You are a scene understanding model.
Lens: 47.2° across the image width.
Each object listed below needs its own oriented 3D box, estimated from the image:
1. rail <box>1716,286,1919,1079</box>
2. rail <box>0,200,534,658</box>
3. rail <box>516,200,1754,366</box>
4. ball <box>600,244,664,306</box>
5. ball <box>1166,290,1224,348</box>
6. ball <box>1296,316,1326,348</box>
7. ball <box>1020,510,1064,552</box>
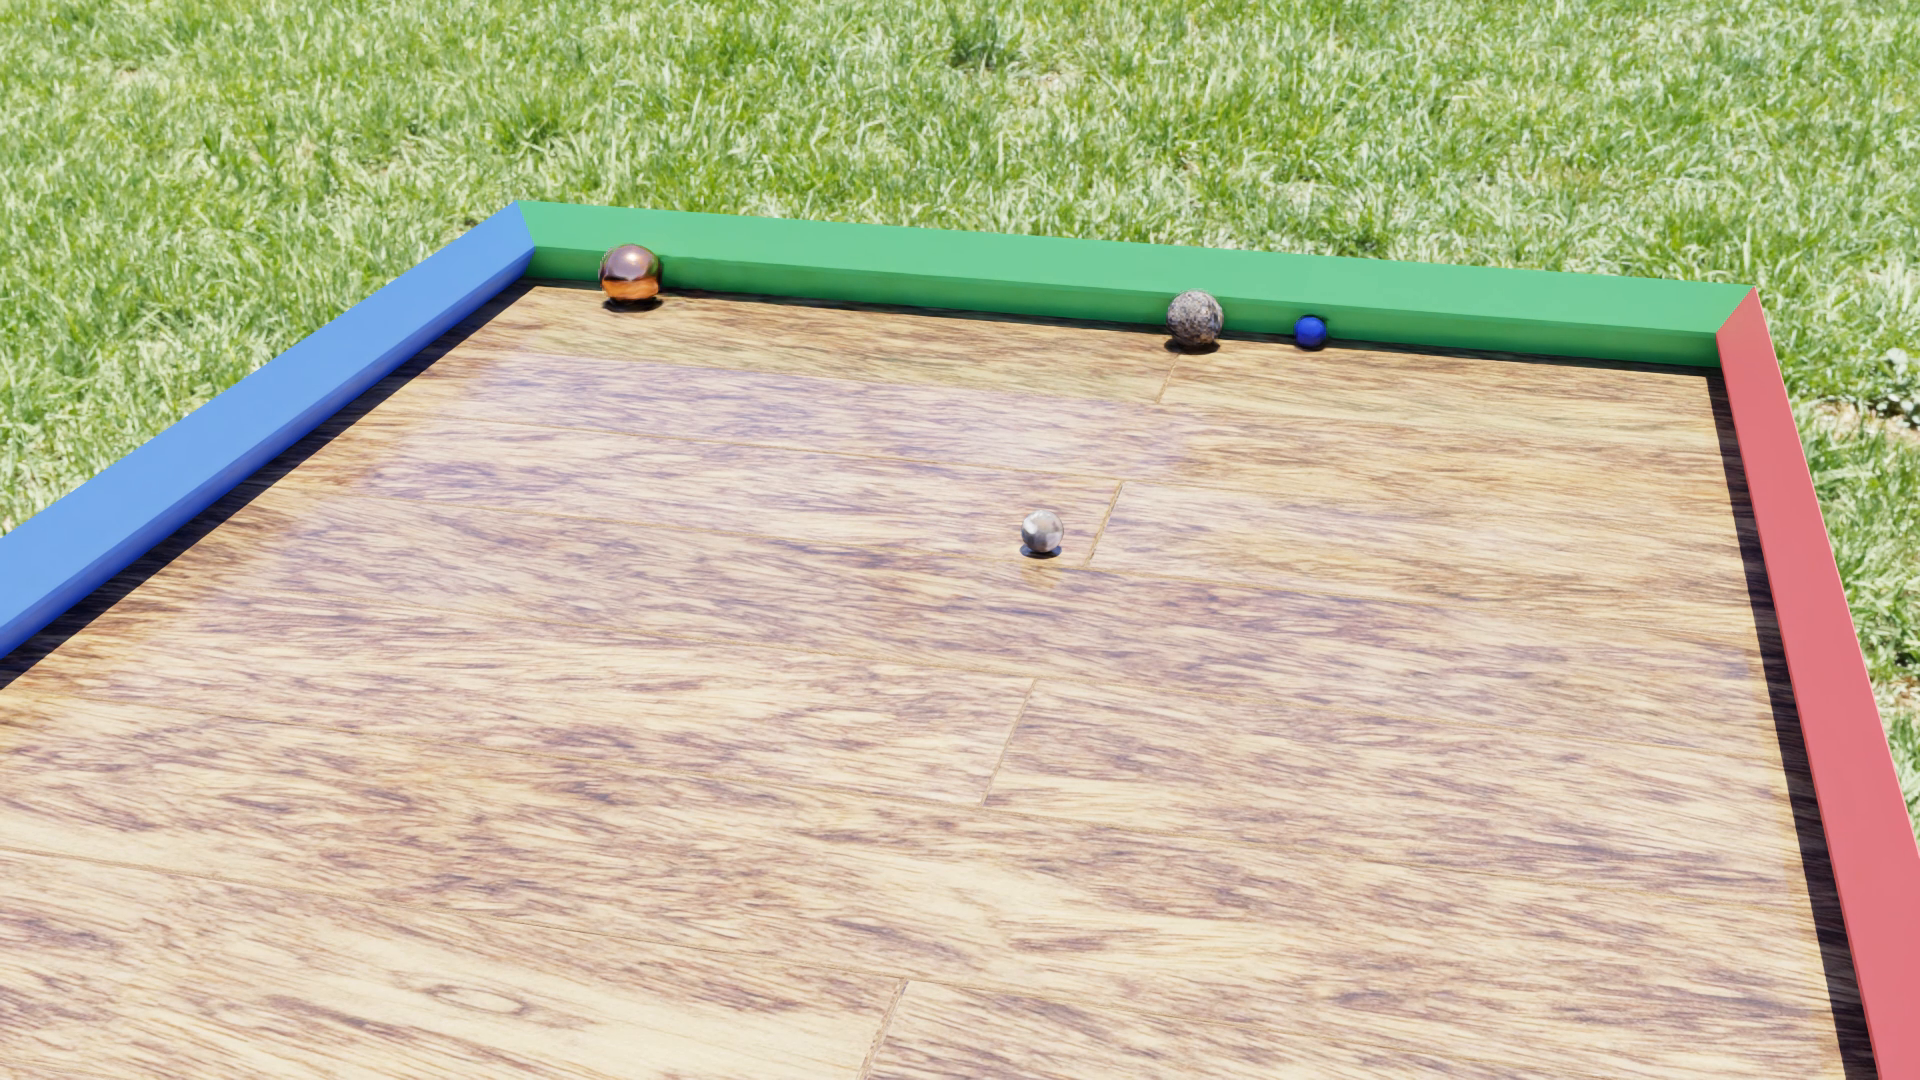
[{"bbox_3d":[0.630,0.390,1.428,0.045,0.114,3.309,6,25,12],"label":"rail"},{"bbox_3d":[-1.013,0.226,1.784,0.045,0.114,3.309,6,25,12],"label":"rail"},{"bbox_3d":[0.186,-0.354,3.047,1.736,0.114,0.045,6,25,12],"label":"rail"},{"bbox_3d":[-0.467,-0.378,3.134,0.088,0.088,0.088,0,25,0],"label":"ball"},{"bbox_3d":[0.318,-0.298,2.973,0.077,0.077,0.077,0,25,0],"label":"ball"},{"bbox_3d":[0.475,-0.281,2.978,0.042,0.042,0.042,0,25,0],"label":"ball"},{"bbox_3d":[0.089,-0.010,2.381,0.047,0.047,0.047,0,25,0],"label":"ball"}]
